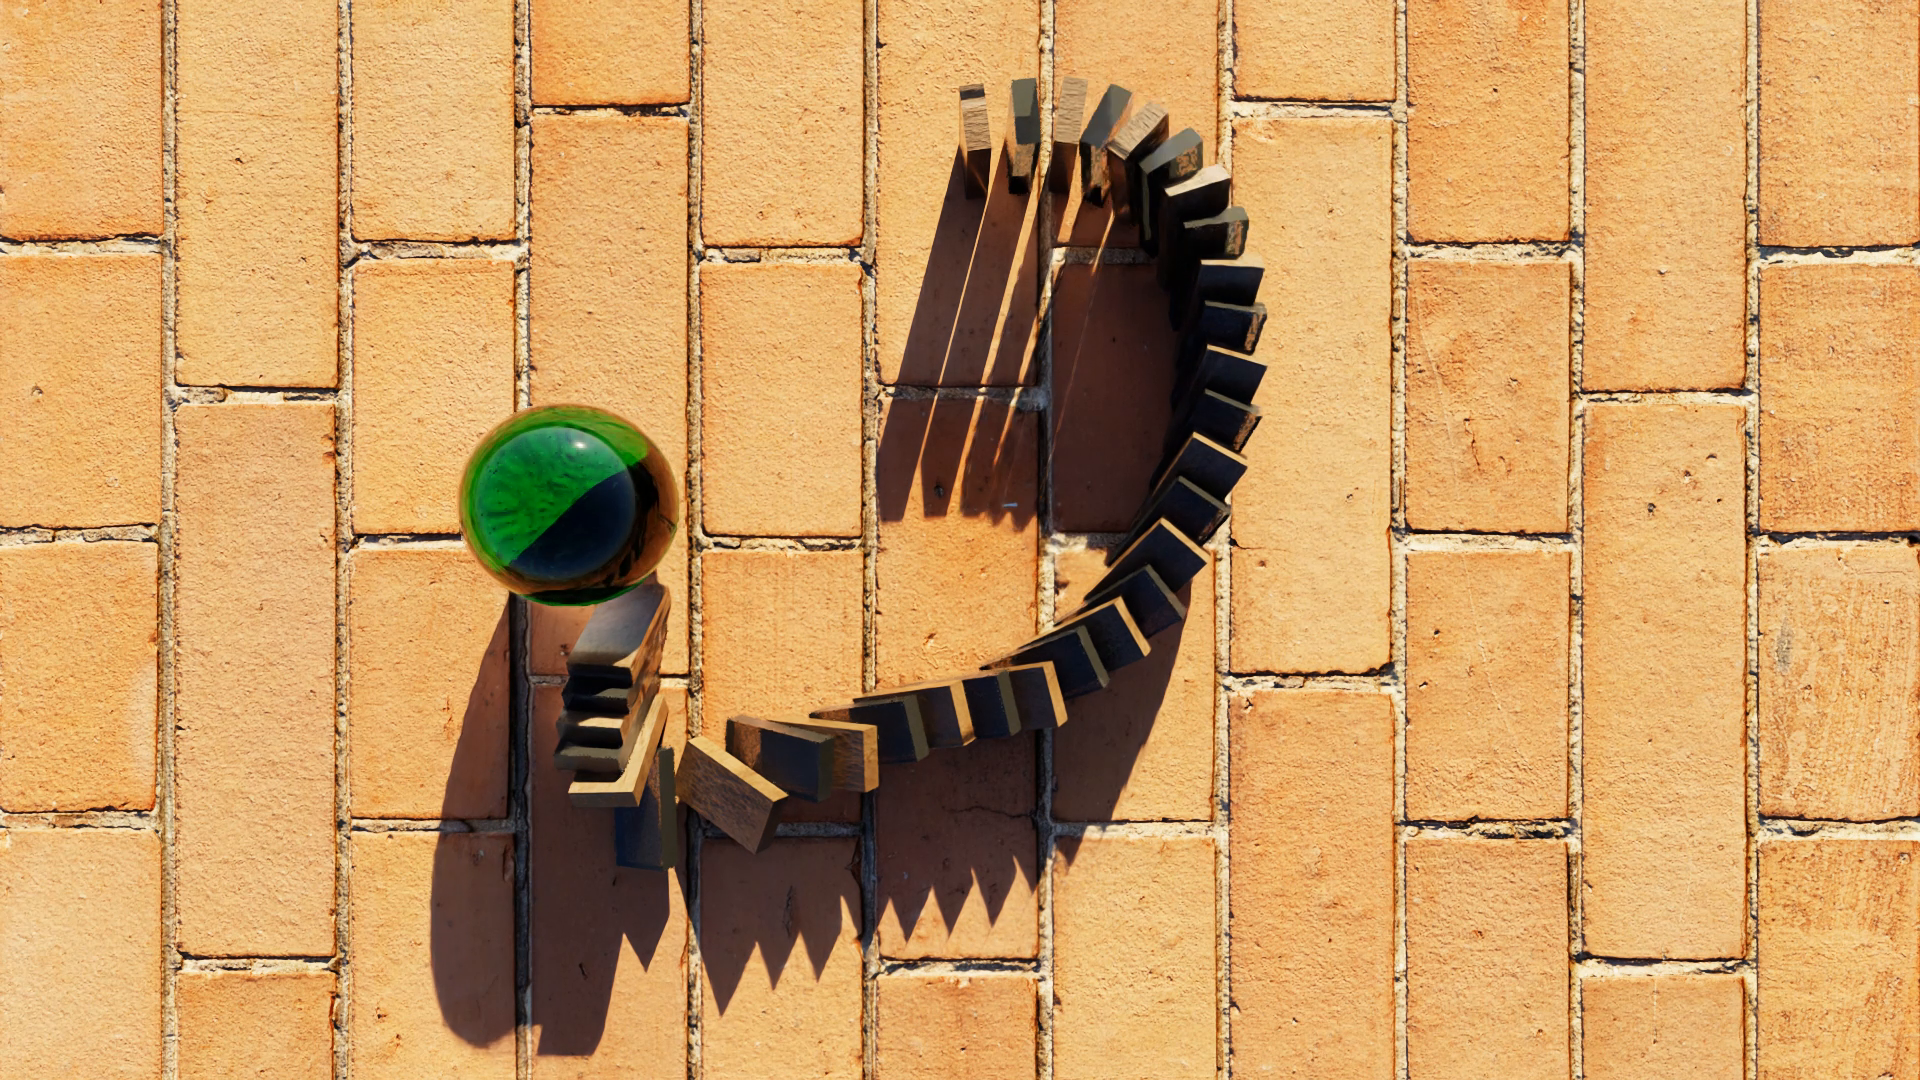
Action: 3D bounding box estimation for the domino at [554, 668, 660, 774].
[{"bbox_3d":[-0.144,0.073,0.377,0.025,0.050,0.010,4,127,0],"label":"domino"}]

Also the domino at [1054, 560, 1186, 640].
[{"bbox_3d":[0.066,0.033,0.383,0.050,0.009,0.025,-37,91,32],"label":"domino"}]

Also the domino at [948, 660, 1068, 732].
[{"bbox_3d":[0.018,0.067,0.383,0.050,0.009,0.025,-13,91,31],"label":"domino"}]

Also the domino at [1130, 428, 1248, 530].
[{"bbox_3d":[0.095,-0.019,0.382,0.025,0.010,0.050,29,124,0],"label":"domino"}]

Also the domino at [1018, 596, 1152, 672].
[{"bbox_3d":[0.051,0.045,0.383,0.050,0.009,0.025,-30,91,32],"label":"domino"}]

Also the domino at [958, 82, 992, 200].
[{"bbox_3d":[0.006,-0.162,0.375,0.009,0.050,0.025,-7,90,0],"label":"domino"}]

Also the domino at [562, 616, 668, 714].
[{"bbox_3d":[-0.141,0.049,0.377,0.025,0.050,0.010,4,127,0],"label":"domino"}]

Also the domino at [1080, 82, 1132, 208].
[{"bbox_3d":[0.060,-0.160,0.375,0.009,0.050,0.025,29,90,10],"label":"domino"}]

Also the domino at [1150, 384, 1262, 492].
[{"bbox_3d":[0.101,-0.037,0.381,0.025,0.010,0.050,23,126,0],"label":"domino"}]

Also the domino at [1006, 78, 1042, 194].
[{"bbox_3d":[0.025,-0.164,0.375,0.009,0.050,0.025,-5,90,0],"label":"domino"}]

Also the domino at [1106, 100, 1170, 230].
[{"bbox_3d":[0.074,-0.152,0.375,0.010,0.050,0.025,43,90,18],"label":"domino"}]

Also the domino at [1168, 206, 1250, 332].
[{"bbox_3d":[0.102,-0.111,0.378,0.025,0.050,0.010,-8,51,0],"label":"domino"}]

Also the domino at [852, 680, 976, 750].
[{"bbox_3d":[-0.020,0.075,0.383,0.050,0.009,0.025,-13,90,31],"label":"domino"}]

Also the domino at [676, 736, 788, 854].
[{"bbox_3d":[-0.097,0.106,0.383,0.050,0.010,0.025,26,102,24],"label":"domino"}]

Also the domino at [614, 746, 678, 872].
[{"bbox_3d":[-0.134,0.114,0.391,0.025,0.009,0.050,-2,90,23],"label":"domino"}]

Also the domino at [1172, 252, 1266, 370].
[{"bbox_3d":[0.106,-0.093,0.379,0.025,0.050,0.010,3,45,0],"label":"domino"}]

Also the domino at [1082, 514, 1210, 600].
[{"bbox_3d":[0.077,0.015,0.383,0.025,0.010,0.050,41,123,0],"label":"domino"}]

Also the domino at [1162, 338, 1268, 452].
[{"bbox_3d":[0.105,-0.056,0.381,0.025,0.010,0.050,16,128,0],"label":"domino"}]

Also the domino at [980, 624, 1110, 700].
[{"bbox_3d":[0.035,0.056,0.383,0.050,0.009,0.025,-25,90,32],"label":"domino"}]

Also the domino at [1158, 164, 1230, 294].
[{"bbox_3d":[0.095,-0.127,0.377,0.025,0.050,0.009,-17,57,0],"label":"domino"}]

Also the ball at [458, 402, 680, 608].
[{"bbox_3d":[-0.152,-0.014,0.360,0.080,0.080,0.080,0,90,0],"label":"ball"}]

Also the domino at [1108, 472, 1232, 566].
[{"bbox_3d":[0.087,-0.002,0.382,0.025,0.009,0.050,34,123,0],"label":"domino"}]

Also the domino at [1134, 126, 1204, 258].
[{"bbox_3d":[0.086,-0.141,0.375,0.025,0.050,0.010,-30,64,0],"label":"domino"}]

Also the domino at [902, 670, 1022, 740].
[{"bbox_3d":[-0.001,0.070,0.383,0.050,0.010,0.025,-13,91,31],"label":"domino"}]

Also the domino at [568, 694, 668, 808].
[{"bbox_3d":[-0.139,0.086,0.377,0.025,0.050,0.010,-1,128,0],"label":"domino"}]

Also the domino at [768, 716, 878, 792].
[{"bbox_3d":[-0.058,0.089,0.383,0.050,0.009,0.025,-1,92,29],"label":"domino"}]

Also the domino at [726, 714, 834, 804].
[{"bbox_3d":[-0.076,0.091,0.383,0.050,0.009,0.025,6,95,29],"label":"domino"}]

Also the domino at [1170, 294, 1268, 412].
[{"bbox_3d":[0.106,-0.075,0.380,0.025,0.010,0.050,9,131,0],"label":"domino"}]

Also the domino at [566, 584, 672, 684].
[{"bbox_3d":[-0.139,0.037,0.377,0.025,0.050,0.009,4,127,0],"label":"domino"}]

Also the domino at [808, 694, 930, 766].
[{"bbox_3d":[-0.039,0.081,0.383,0.050,0.009,0.025,-13,90,30],"label":"domino"}]

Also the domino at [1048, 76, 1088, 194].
[{"bbox_3d":[0.044,-0.164,0.375,0.009,0.050,0.025,9,90,3],"label":"domino"}]

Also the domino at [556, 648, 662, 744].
[{"bbox_3d":[-0.143,0.061,0.377,0.025,0.050,0.009,4,127,0],"label":"domino"}]
